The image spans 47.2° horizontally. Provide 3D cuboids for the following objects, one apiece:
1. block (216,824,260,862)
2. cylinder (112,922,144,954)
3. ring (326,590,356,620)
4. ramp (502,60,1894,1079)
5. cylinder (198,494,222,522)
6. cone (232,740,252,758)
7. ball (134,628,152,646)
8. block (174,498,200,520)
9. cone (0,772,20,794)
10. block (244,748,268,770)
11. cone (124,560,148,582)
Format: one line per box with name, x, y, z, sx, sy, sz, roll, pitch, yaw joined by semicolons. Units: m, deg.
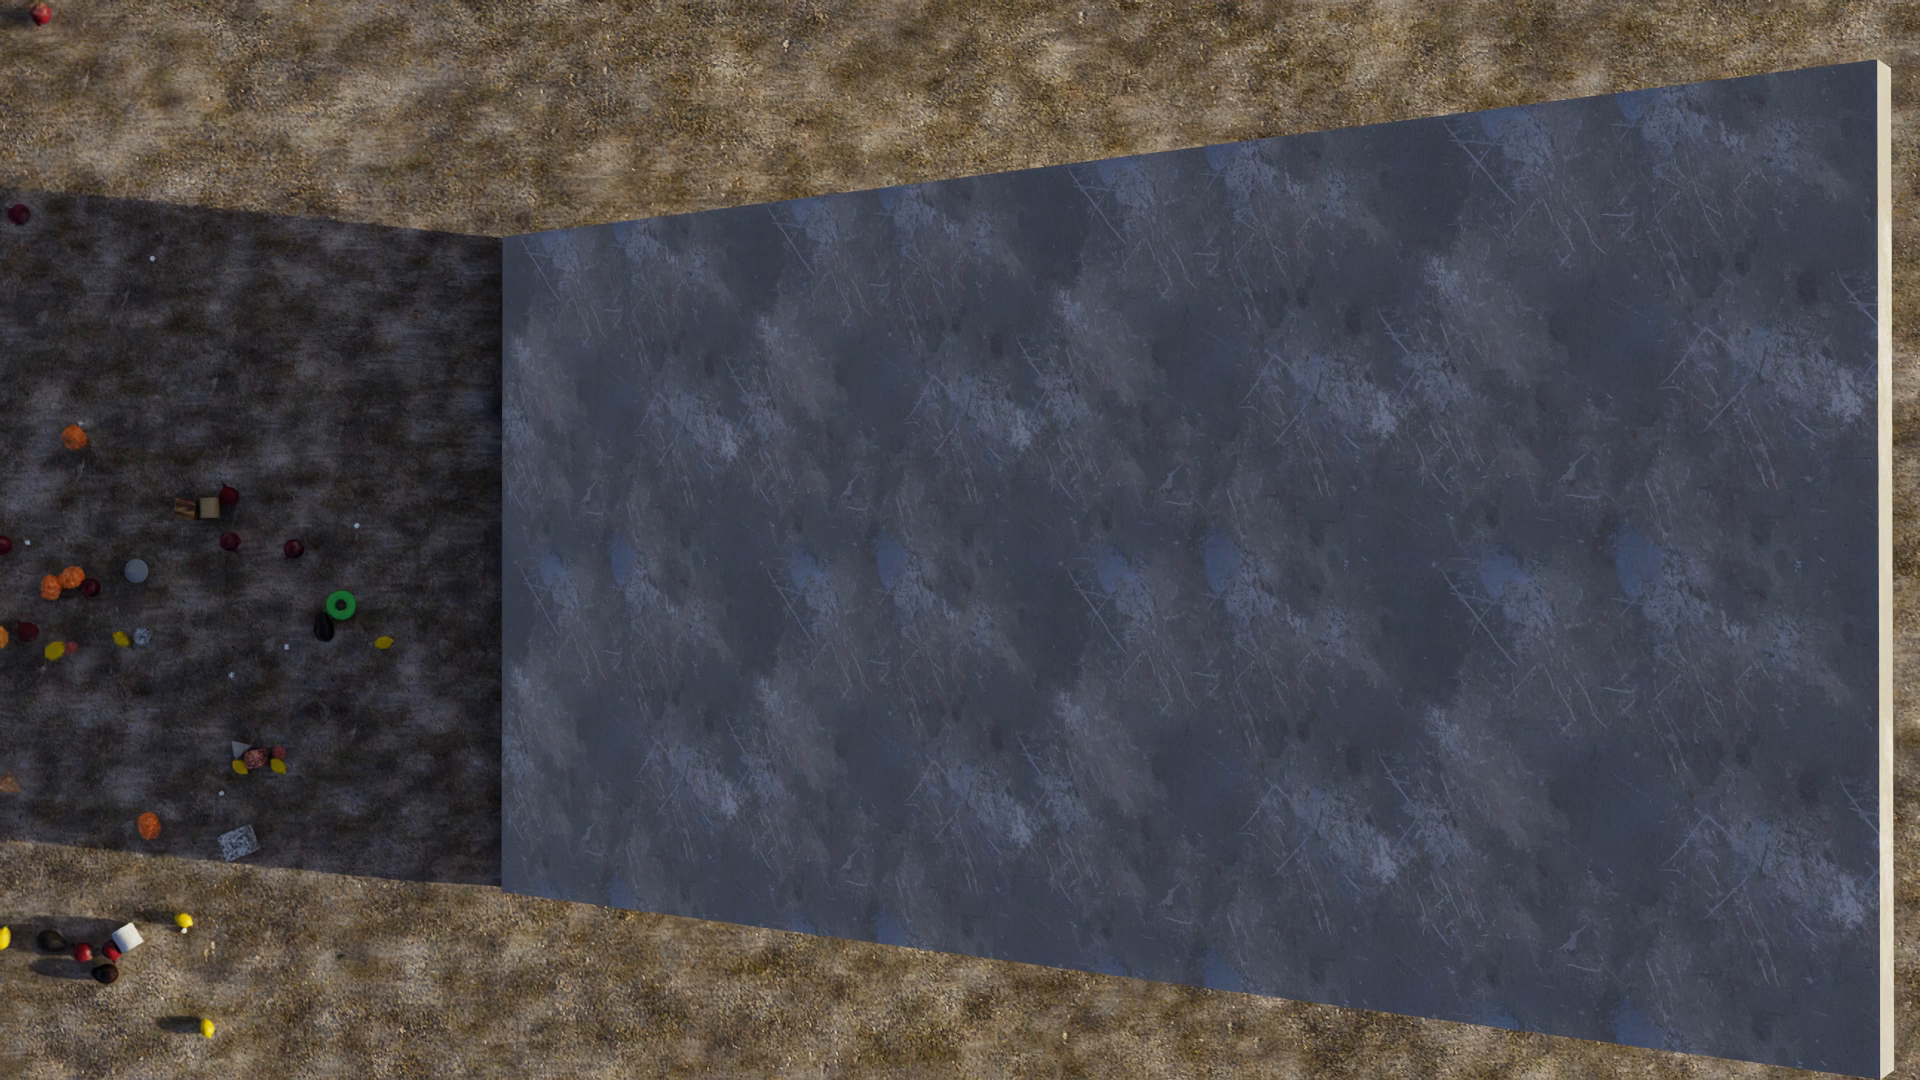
block;-2.211;0.929;6.744;0.083;0.083;0.083;-21;90;0
cylinder;-2.555;1.222;6.748;0.070;0.070;0.070;-33;93;0
ring;-1.906;0.201;6.775;0.094;0.031;0.094;0;91;-1
ramp;0.232;0.065;5.551;4.000;0.100;2.000;0;89;37
cylinder;-2.306;-0.098;6.761;0.063;0.063;0.063;-22;60;0
cone;-2.206;0.640;6.774;0.059;0.059;0.059;-13;90;-27
ball;-2.513;0.297;6.762;0.055;0.055;0.055;0;90;0
block;-2.373;-0.095;6.761;0.062;0.062;0.062;6;90;0
cone;-2.922;0.761;6.770;0.072;0.072;0.072;-47;116;0
block;-2.163;0.671;6.760;0.054;0.054;0.054;-10;90;0
cone;-2.544;0.095;6.754;0.074;0.074;0.074;0;90;0
